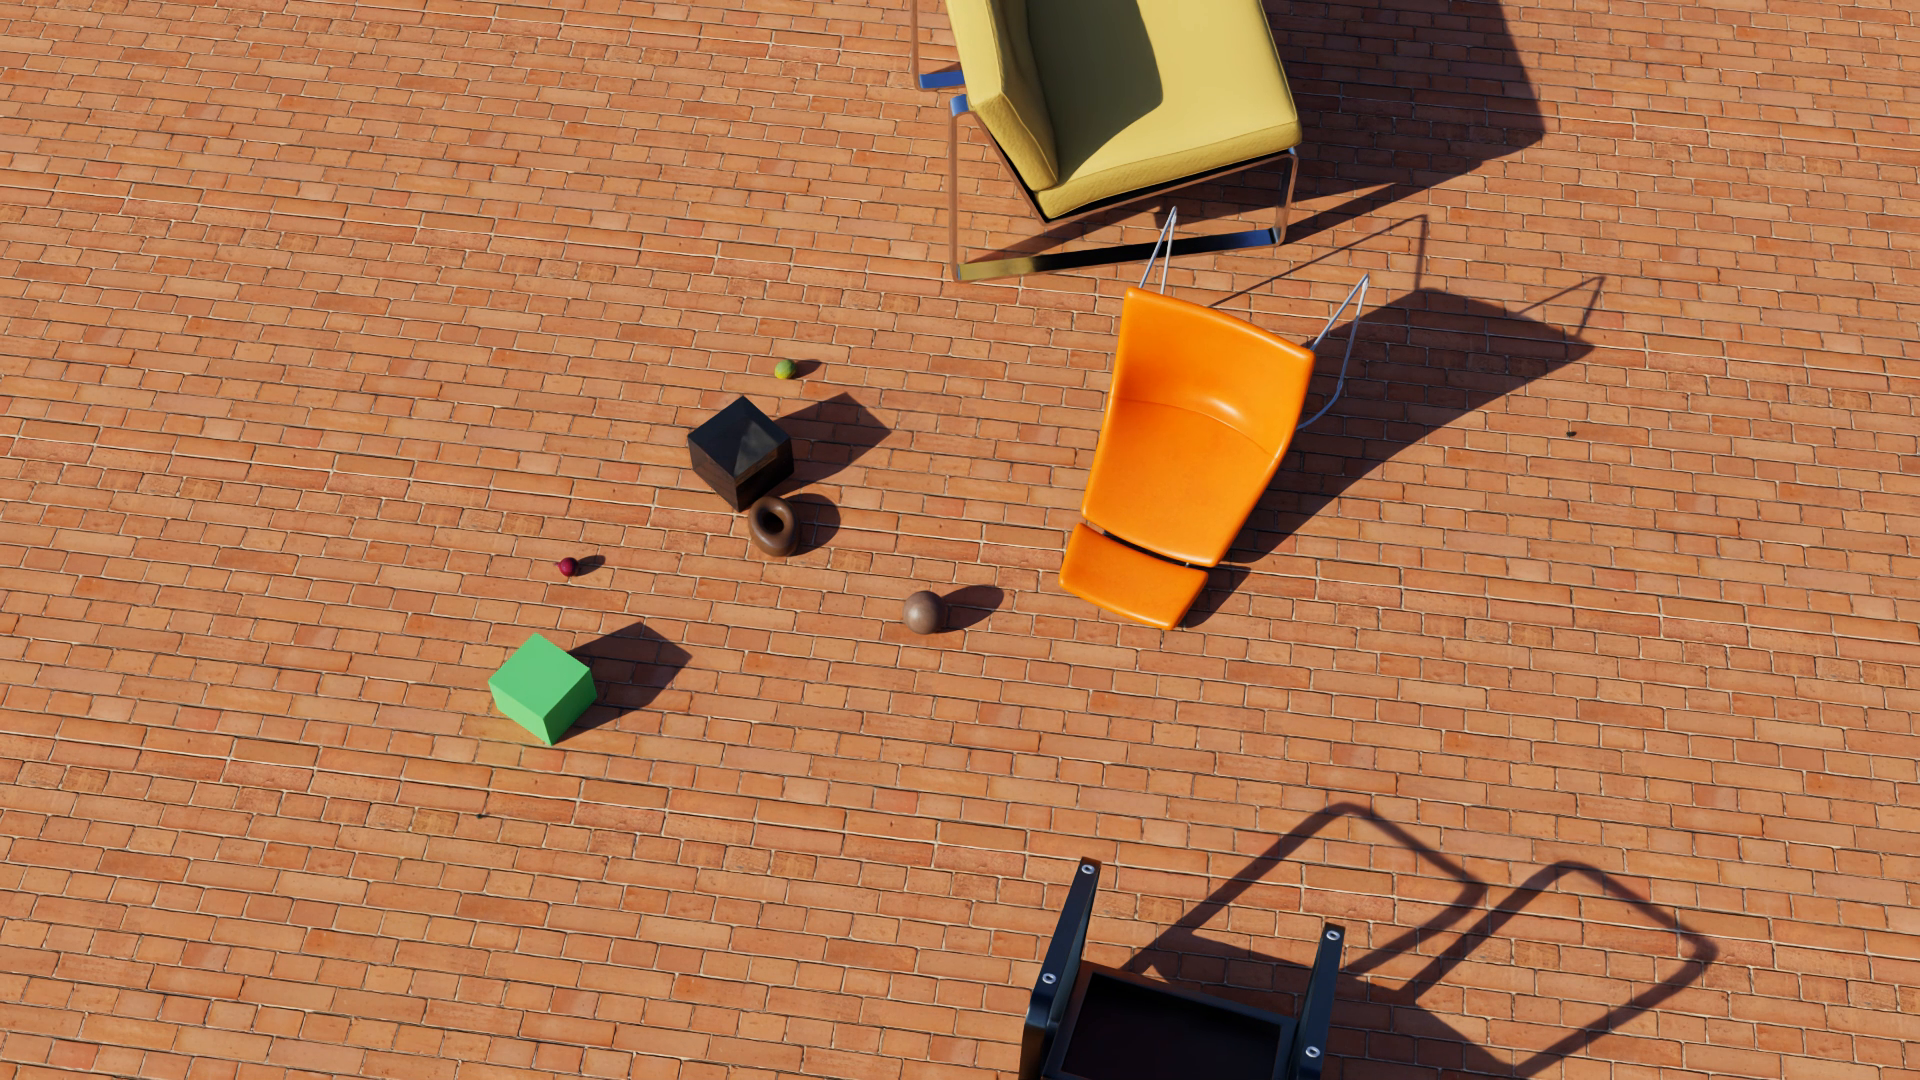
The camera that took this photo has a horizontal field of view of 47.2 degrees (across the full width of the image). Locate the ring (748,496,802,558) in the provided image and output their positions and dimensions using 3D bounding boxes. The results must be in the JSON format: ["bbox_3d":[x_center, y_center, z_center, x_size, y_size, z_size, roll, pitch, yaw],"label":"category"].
[{"bbox_3d":[-0.552,-0.041,6.554,0.157,0.082,0.213,-17,57,-12],"label":"ring"}]

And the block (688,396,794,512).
[{"bbox_3d":[-0.661,-0.259,6.640,0.220,0.180,0.218,-38,64,-23],"label":"block"}]

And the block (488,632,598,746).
[{"bbox_3d":[-1.174,0.420,6.196,0.204,0.160,0.197,31,61,19],"label":"block"}]
